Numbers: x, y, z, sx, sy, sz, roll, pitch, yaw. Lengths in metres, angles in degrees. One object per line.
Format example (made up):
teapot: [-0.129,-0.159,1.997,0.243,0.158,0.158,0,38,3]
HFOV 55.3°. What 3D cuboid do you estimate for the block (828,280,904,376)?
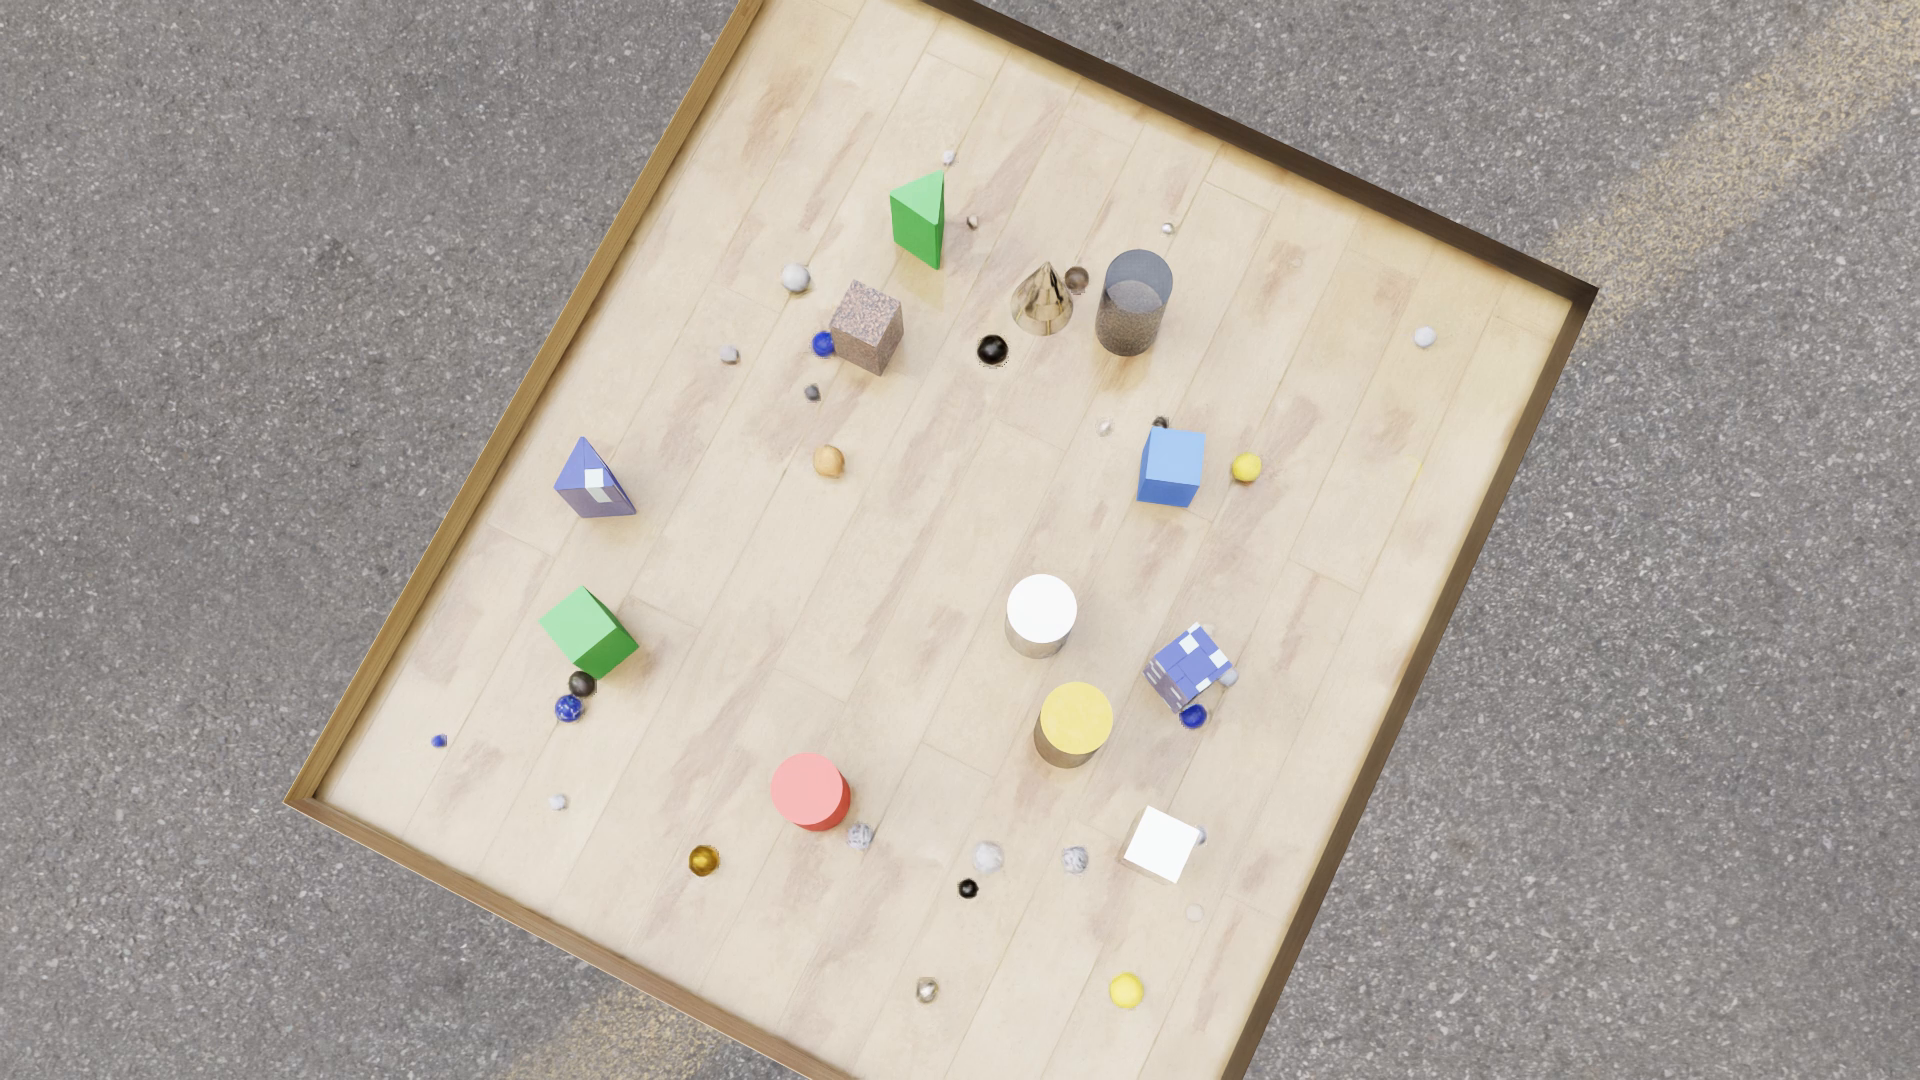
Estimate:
block: [-0.283,-0.644,5.595,0.159,0.304,0.159,27,80,5]

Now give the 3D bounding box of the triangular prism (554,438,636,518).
triangular prism: [-1.085,-0.187,5.460,0.172,0.383,0.149,-4,78,-1]

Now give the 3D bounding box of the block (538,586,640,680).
block: [-1.082,0.276,5.364,0.159,0.383,0.159,-40,81,-8]

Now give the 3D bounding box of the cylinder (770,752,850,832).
cylinder: [-0.424,0.728,5.262,0.199,0.400,0.199,0,78,0]

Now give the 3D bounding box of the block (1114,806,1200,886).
block: [0.562,0.881,5.263,0.159,0.336,0.159,26,79,5]

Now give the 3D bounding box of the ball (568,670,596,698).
ball: [-1.132,0.431,5.485,0.082,0.082,0.082,0,78,0]

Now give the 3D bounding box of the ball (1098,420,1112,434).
ball: [0.448,-0.349,5.665,0.047,0.047,0.047,0,78,0]

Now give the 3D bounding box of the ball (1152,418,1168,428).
ball: [0.619,-0.357,5.666,0.047,0.047,0.047,0,78,0]

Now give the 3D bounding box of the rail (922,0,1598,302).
rail: [0.698,-1.360,5.831,2.823,0.129,0.045,26,80,5]

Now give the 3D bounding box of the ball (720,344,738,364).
ball: [-0.720,-0.581,5.706,0.060,0.060,0.060,0,78,0]

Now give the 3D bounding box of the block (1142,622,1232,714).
block: [0.660,0.378,5.355,0.159,0.359,0.159,-37,81,-7]

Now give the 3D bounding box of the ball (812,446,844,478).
ball: [-0.404,-0.241,5.617,0.098,0.098,0.098,0,78,0]

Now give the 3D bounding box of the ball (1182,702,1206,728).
ball: [0.698,0.524,5.469,0.077,0.077,0.077,0,78,0]

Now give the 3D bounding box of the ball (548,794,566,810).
ball: [-1.195,0.777,5.431,0.048,0.048,0.048,0,78,0]

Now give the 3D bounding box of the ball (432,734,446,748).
ball: [-1.559,0.601,5.472,0.040,0.040,0.040,0,78,0]

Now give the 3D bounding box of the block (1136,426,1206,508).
block: [0.633,-0.217,5.512,0.159,0.293,0.159,8,78,2]

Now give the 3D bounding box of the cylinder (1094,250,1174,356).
cylinder: [0.523,-0.713,5.552,0.199,0.416,0.199,0,78,0]

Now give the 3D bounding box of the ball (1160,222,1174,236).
ball: [0.657,-0.984,5.799,0.042,0.042,0.042,0,78,0]

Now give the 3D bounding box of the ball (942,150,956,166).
ball: [-0.036,-1.219,5.845,0.047,0.047,0.047,0,78,0]

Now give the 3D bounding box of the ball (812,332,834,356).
ball: [-0.423,-0.610,5.701,0.079,0.079,0.079,0,78,0]

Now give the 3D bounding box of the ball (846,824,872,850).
ball: [-0.296,0.875,5.395,0.079,0.079,0.079,0,78,0]

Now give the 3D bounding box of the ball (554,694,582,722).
ball: [-1.169,0.503,5.466,0.084,0.084,0.084,0,78,0]

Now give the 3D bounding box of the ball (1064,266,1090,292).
ball: [0.366,-0.817,5.736,0.081,0.081,0.081,0,78,0]

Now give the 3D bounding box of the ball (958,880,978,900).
ball: [0.023,1.025,5.374,0.059,0.059,0.059,0,78,0]

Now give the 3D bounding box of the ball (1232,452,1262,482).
ball: [0.881,-0.224,5.618,0.088,0.088,0.088,0,78,0]

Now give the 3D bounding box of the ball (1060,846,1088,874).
ball: [0.338,0.939,5.380,0.082,0.082,0.082,0,78,0]

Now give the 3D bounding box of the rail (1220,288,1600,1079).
rail: [1.241,0.615,5.422,0.045,0.129,3.170,26,80,5]

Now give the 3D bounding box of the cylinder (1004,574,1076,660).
cylinder: [0.234,0.229,5.397,0.199,0.337,0.199,0,78,0]

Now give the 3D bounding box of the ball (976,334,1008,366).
ball: [0.101,-0.590,5.689,0.098,0.098,0.098,0,78,0]

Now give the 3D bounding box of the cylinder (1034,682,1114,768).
cylinder: [0.320,0.536,5.255,0.199,0.490,0.199,0,78,0]

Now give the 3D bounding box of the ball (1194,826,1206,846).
ball: [0.700,0.872,5.408,0.055,0.055,0.055,0,78,0]

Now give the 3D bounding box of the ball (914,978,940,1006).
ball: [-0.096,1.308,5.307,0.076,0.076,0.076,0,78,0]

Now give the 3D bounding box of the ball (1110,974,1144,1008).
ball: [0.482,1.303,5.296,0.100,0.100,0.100,0,78,0]

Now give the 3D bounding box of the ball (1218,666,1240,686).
ball: [0.804,0.408,5.499,0.066,0.066,0.066,0,78,0]

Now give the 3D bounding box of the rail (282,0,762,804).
rail: [-1.241,-0.601,5.674,0.045,0.129,3.170,26,80,5]

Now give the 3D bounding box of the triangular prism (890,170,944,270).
triangular prism: [-0.096,-1.002,5.627,0.172,0.385,0.149,35,80,7]

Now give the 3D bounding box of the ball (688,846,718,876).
ball: [-0.754,0.943,5.376,0.088,0.088,0.088,0,78,0]

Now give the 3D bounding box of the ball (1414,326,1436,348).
ball: [1.450,-0.634,5.713,0.069,0.069,0.069,0,78,0]

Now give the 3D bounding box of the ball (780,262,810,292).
ball: [-0.516,-0.824,5.740,0.092,0.092,0.092,0,78,0]

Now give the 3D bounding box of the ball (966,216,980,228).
ball: [0.041,-1.009,5.805,0.041,0.041,0.041,0,78,0]

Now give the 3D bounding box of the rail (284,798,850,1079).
rail: [-0.698,1.374,5.265,2.823,0.129,0.045,26,80,5]

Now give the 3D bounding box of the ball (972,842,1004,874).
ball: [0.081,0.932,5.375,0.095,0.095,0.095,0,78,0]

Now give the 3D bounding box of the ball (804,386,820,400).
ball: [-0.458,-0.457,5.687,0.046,0.046,0.046,0,78,0]

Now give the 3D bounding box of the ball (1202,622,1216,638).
ball: [0.750,0.270,5.535,0.050,0.050,0.050,0,78,0]

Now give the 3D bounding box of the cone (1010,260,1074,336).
cone: [0.258,-0.779,5.567,0.199,0.413,0.199,0,78,0]
